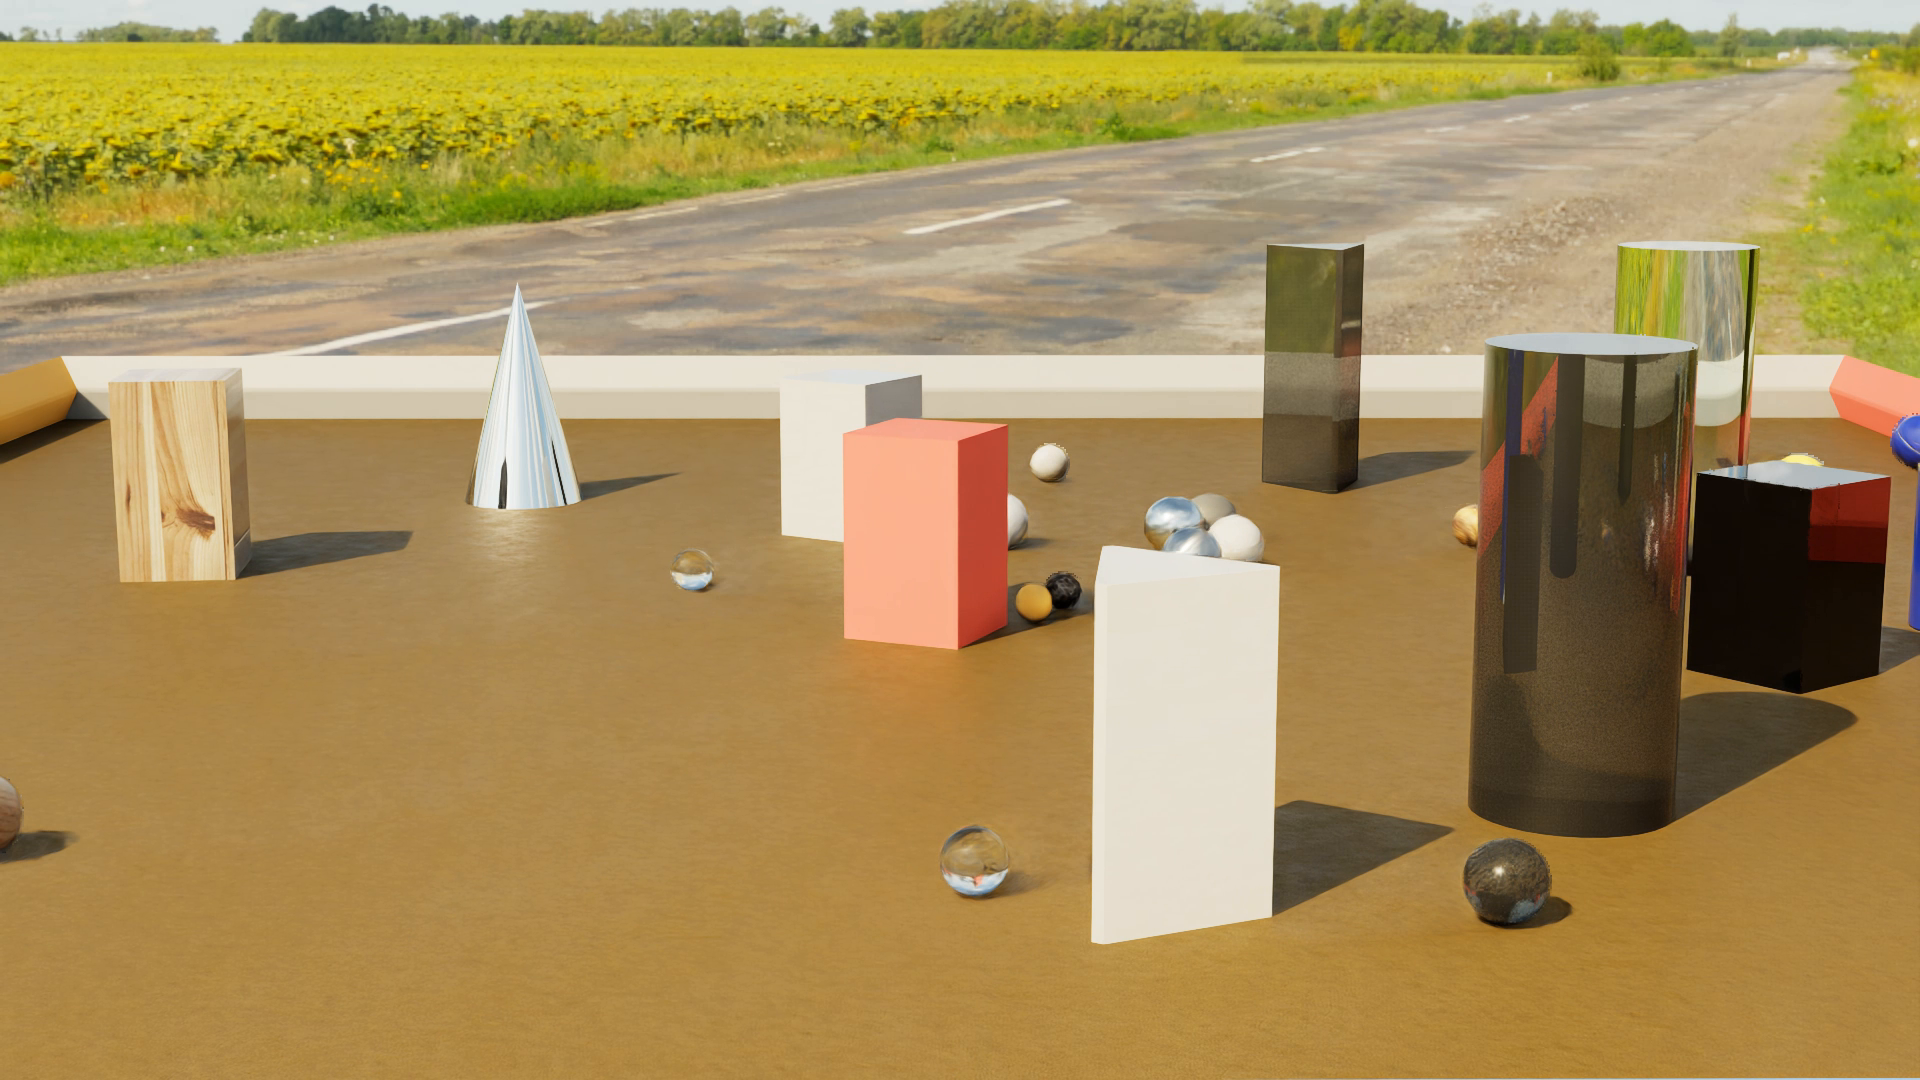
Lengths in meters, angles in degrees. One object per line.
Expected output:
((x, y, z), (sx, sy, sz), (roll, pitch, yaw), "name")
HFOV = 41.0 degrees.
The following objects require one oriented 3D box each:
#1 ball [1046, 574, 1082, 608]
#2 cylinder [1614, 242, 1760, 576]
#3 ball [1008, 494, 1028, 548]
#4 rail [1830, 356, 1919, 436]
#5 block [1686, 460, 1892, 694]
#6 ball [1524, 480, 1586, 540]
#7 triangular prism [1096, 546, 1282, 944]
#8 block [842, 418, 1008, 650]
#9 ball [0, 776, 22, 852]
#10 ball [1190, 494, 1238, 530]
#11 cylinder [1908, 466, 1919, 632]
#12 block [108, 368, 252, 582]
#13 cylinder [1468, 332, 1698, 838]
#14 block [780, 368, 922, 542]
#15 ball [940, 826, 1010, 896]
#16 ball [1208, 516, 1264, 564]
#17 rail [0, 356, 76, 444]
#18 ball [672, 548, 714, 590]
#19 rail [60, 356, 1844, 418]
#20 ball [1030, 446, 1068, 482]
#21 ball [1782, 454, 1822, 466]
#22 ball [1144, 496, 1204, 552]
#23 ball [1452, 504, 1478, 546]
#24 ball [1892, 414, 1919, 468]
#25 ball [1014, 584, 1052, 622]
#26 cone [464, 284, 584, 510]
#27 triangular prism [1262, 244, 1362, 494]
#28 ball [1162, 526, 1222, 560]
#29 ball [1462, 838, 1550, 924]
((0.140, 0.069, 3.484), (0.048, 0.048, 0.048), (0, 10, 0), "ball")
((1.057, -0.196, 3.765), (0.200, 0.469, 0.200), (0, 10, 0), "cylinder")
((0.062, -0.030, 3.916), (0.086, 0.086, 0.086), (0, 10, 0), "ball")
((1.838, 0.032, 3.459), (0.045, 0.130, 3.891), (0, 10, 0), "rail")
((1.000, 0.041, 3.099), (0.160, 0.244, 0.160), (-8, 13, -37), "block")
((0.926, -0.047, 3.989), (0.094, 0.094, 0.094), (0, 10, 0), "ball")
((0.162, 0.169, 2.232), (0.173, 0.308, 0.150), (-5, 12, -25), "triangular prism")
((-0.043, -0.012, 3.324), (0.160, 0.266, 0.160), (5, 11, 24), "block")
((-0.915, 0.255, 2.383), (0.083, 0.083, 0.083), (0, 10, 0), "ball")
((0.383, -0.030, 3.921), (0.084, 0.084, 0.084), (0, 10, 0), "ball")
((1.349, -0.121, 3.320), (0.200, 0.482, 0.200), (0, 10, 0), "cylinder")
((-1.130, -0.097, 3.728), (0.160, 0.287, 0.160), (-1, 11, -7), "block")
((0.606, 0.039, 2.508), (0.200, 0.463, 0.200), (0, 10, 0), "cylinder")
((-0.170, -0.134, 4.039), (0.160, 0.247, 0.160), (6, 12, 31), "block")
((0.013, 0.285, 2.279), (0.062, 0.062, 0.062), (0, 10, 0), "ball")
((0.399, 0.006, 3.731), (0.084, 0.084, 0.084), (0, 10, 0), "ball")
((-1.838, 0.035, 3.438), (0.045, 0.130, 3.891), (0, 10, 0), "rail")
((-0.376, 0.042, 3.606), (0.059, 0.059, 0.059), (0, 10, 0), "ball")
((-0.011, -0.316, 5.338), (3.723, 0.130, 0.045), (0, 10, 0), "rail")
((0.158, -0.135, 4.542), (0.066, 0.066, 0.066), (0, 10, 0), "ball")
((1.381, -0.092, 4.225), (0.097, 0.097, 0.097), (0, 10, 0), "ball")
((0.321, -0.021, 3.859), (0.091, 0.091, 0.091), (0, 10, 0), "ball")
((0.788, -0.022, 3.935), (0.064, 0.064, 0.064), (0, 10, 0), "ball")
((1.760, -0.181, 4.696), (0.100, 0.100, 0.100), (0, 10, 0), "ball")
((0.098, 0.083, 3.403), (0.051, 0.051, 0.051), (0, 10, 0), "ball")
((-0.742, -0.251, 4.335), (0.200, 0.369, 0.200), (0, 10, 0), "cone")
((0.648, -0.306, 4.495), (0.150, 0.419, 0.173), (-8, 13, -38), "triangular prism")
((0.327, 0.024, 3.622), (0.087, 0.087, 0.087), (0, 10, 0), "ball")
((0.469, 0.293, 2.205), (0.074, 0.074, 0.074), (0, 10, 0), "ball")
